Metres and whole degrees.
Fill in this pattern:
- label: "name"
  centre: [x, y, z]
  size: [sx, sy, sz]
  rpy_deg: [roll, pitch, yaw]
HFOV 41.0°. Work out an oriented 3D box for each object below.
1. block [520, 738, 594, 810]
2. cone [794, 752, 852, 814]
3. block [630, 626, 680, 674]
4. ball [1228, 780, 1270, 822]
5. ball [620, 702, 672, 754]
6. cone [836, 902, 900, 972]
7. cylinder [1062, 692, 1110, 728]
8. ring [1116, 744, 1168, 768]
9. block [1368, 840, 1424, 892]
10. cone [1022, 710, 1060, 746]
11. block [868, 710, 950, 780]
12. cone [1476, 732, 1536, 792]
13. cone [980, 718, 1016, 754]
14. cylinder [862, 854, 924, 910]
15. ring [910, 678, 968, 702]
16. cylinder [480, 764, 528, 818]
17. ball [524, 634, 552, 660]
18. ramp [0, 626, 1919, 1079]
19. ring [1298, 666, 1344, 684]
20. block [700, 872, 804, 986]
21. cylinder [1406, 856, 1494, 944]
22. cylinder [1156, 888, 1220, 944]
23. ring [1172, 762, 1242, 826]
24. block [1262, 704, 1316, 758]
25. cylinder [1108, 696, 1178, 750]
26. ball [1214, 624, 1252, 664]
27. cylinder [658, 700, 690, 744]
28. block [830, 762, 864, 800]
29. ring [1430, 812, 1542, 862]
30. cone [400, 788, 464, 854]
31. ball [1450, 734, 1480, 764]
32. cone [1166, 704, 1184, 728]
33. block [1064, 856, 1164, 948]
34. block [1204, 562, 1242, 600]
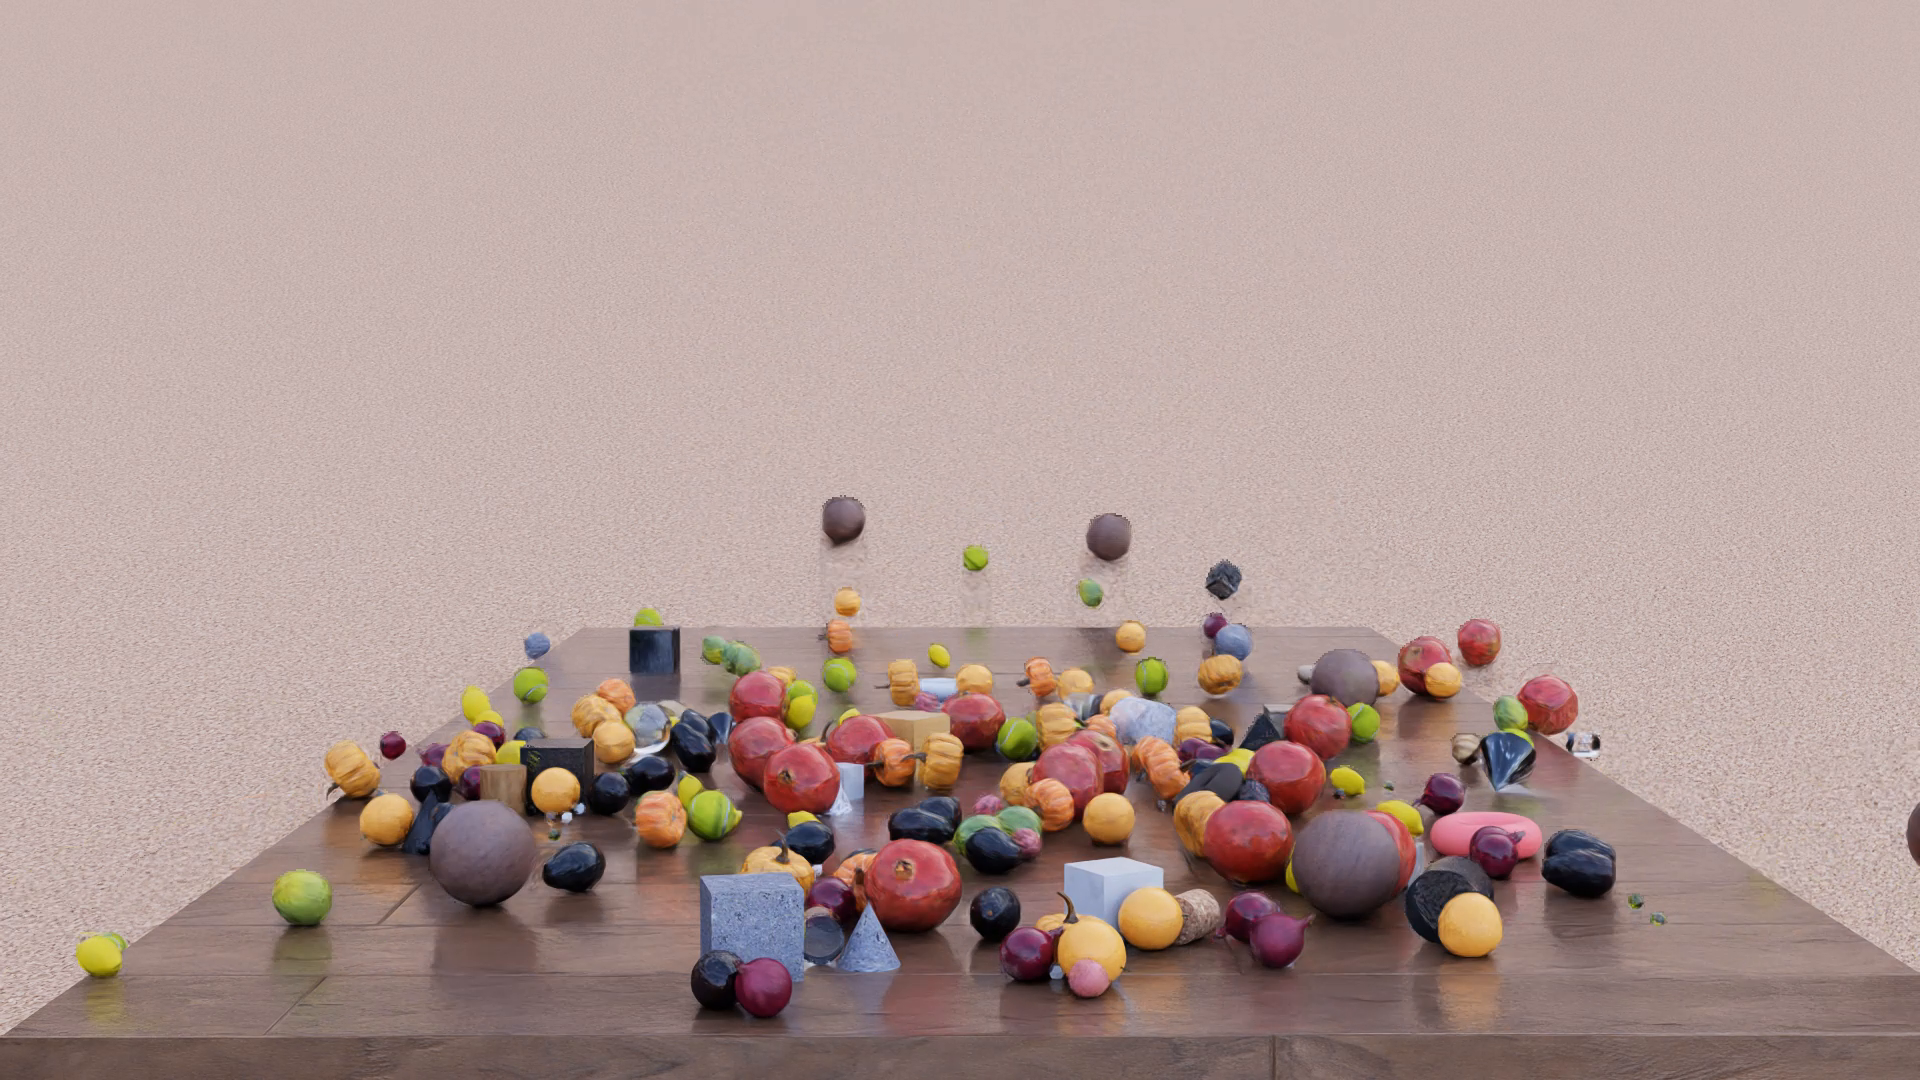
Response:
- label: "block"
  centre: [-0.608, 0.354, 3.879]
  size: [0.094, 0.094, 0.094]
  rpy_deg: [0, 4, 1]
- label: "cone"
  centre: [-0.204, 0.360, 3.838]
  size: [0.088, 0.088, 0.088]
  rpy_deg: [0, 4, 0]
- label: "block"
  centre: [-0.664, 0.238, 5.600]
  size: [0.093, 0.093, 0.093]
  rpy_deg: [0, 4, 4]
- label: "ball"
  centre: [0.421, 0.379, 3.735]
  size: [0.062, 0.062, 0.062]
  rpy_deg: [0, 19, 0]
- label: "ball"
  centre: [-0.536, 0.323, 4.389]
  size: [0.088, 0.088, 0.088]
  rpy_deg: [0, 19, 0]
- label: "cone"
  centre: [-0.101, 0.435, 2.844]
  size: [0.071, 0.071, 0.071]
  rpy_deg: [0, 4, 0]
- label: "cylinder"
  centre: [0.232, 0.313, 4.719]
  size: [0.062, 0.062, 0.062]
  rpy_deg: [2, 17, 37]
- label: "ring"
  centre: [0.303, 0.360, 4.274]
  size: [0.089, 0.030, 0.089]
  rpy_deg: [-1, 5, 0]
- label: "block"
  centre: [0.555, 0.415, 3.269]
  size: [0.054, 0.054, 0.054]
  rpy_deg: [2, 4, 30]
- label: "cone"
  centre: [0.144, 0.344, 4.503]
  size: [0.066, 0.066, 0.066]
  rpy_deg: [0, 30, 0]
- label: "block"
  centre: [-0.083, 0.333, 4.185]
  size: [0.095, 0.095, 0.095]
  rpy_deg: [3, 5, 37]
- label: "cone"
  centre: [0.852, 0.368, 4.038]
  size: [0.095, 0.095, 0.095]
  rpy_deg: [7, 33, 19]
- label: "cone"
  centre: [0.066, 0.350, 4.423]
  size: [0.064, 0.064, 0.064]
  rpy_deg: [1, 32, 2]
- label: "cylinder"
  centre: [-0.082, 0.422, 3.151]
  size: [0.058, 0.058, 0.058]
  rpy_deg: [17, 22, 9]
- label: "ring"
  centre: [-0.041, 0.299, 5.110]
  size: [0.116, 0.039, 0.116]
  rpy_deg: [1, 5, 0]
- label: "cylinder"
  centre: [-0.677, 0.371, 3.803]
  size: [0.070, 0.070, 0.070]
  rpy_deg: [0, 4, 0]
- label: "ball"
  centre: [-1.039, 0.262, 6.309]
  size: [0.066, 0.066, 0.066]
  rpy_deg: [0, 19, 0]
- label: "ramp"
  centre: [0.045, 0.407, 4.538]
  size: [2.000, 0.100, 4.000]
  rpy_deg: [0, 4, 0]
- label: "ring"
  centre: [0.757, 0.282, 5.384]
  size: [0.098, 0.033, 0.098]
  rpy_deg: [3, 1, 0]
- label: "block"
  centre: [-0.228, 0.424, 2.804]
  size: [0.100, 0.100, 0.100]
  rpy_deg: [-1, 4, -13]
- label: "cylinder"
  centre: [0.569, 0.418, 2.982]
  size: [0.087, 0.087, 0.087]
  rpy_deg: [8, 6, 21]
- label: "cylinder"
  centre: [0.264, 0.435, 2.965]
  size: [0.055, 0.055, 0.055]
  rpy_deg: [12, 10, 31]
- label: "ring"
  centre: [0.358, 0.367, 3.720]
  size: [0.120, 0.040, 0.120]
  rpy_deg: [-38, 6, 5]
- label: "block"
  centre: [0.563, 0.326, 4.387]
  size: [0.081, 0.081, 0.081]
  rpy_deg: [0, 4, 0]
- label: "cylinder"
  centre: [0.316, 0.320, 4.430]
  size: [0.088, 0.088, 0.088]
  rpy_deg: [-10, 8, -27]
- label: "ball"
  centre: [0.611, 0.231, 5.736]
  size: [0.087, 0.087, 0.087]
  rpy_deg: [0, 19, 0]
- label: "cylinder"
  centre: [-0.520, 0.322, 4.516]
  size: [0.072, 0.072, 0.072]
  rpy_deg: [3, 4, 8]
- label: "block"
  centre: [-0.184, 0.371, 3.942]
  size: [0.051, 0.051, 0.051]
  rpy_deg: [3, 5, 34]
- label: "ring"
  centre: [0.714, 0.403, 3.483]
  size: [0.150, 0.050, 0.150]
  rpy_deg: [-1, 5, 0]
- label: "cone"
  centre: [-0.727, 0.382, 3.529]
  size: [0.085, 0.085, 0.085]
  rpy_deg: [0, 4, 0]
- label: "ball"
  centre: [0.843, 0.348, 4.271]
  size: [0.052, 0.052, 0.052]
  rpy_deg: [0, 19, 0]
- label: "cone"
  centre: [0.352, 0.340, 4.529]
  size: [0.074, 0.074, 0.074]
  rpy_deg: [7, 51, 19]
- label: "block"
  centre: [0.178, 0.420, 2.984]
  size: [0.083, 0.083, 0.083]
  rpy_deg: [-2, 5, -31]
- label: "block"
  centre: [0.716, 0.112, 6.967]
  size: [0.064, 0.064, 0.064]
  rpy_deg: [36, 51, -13]
